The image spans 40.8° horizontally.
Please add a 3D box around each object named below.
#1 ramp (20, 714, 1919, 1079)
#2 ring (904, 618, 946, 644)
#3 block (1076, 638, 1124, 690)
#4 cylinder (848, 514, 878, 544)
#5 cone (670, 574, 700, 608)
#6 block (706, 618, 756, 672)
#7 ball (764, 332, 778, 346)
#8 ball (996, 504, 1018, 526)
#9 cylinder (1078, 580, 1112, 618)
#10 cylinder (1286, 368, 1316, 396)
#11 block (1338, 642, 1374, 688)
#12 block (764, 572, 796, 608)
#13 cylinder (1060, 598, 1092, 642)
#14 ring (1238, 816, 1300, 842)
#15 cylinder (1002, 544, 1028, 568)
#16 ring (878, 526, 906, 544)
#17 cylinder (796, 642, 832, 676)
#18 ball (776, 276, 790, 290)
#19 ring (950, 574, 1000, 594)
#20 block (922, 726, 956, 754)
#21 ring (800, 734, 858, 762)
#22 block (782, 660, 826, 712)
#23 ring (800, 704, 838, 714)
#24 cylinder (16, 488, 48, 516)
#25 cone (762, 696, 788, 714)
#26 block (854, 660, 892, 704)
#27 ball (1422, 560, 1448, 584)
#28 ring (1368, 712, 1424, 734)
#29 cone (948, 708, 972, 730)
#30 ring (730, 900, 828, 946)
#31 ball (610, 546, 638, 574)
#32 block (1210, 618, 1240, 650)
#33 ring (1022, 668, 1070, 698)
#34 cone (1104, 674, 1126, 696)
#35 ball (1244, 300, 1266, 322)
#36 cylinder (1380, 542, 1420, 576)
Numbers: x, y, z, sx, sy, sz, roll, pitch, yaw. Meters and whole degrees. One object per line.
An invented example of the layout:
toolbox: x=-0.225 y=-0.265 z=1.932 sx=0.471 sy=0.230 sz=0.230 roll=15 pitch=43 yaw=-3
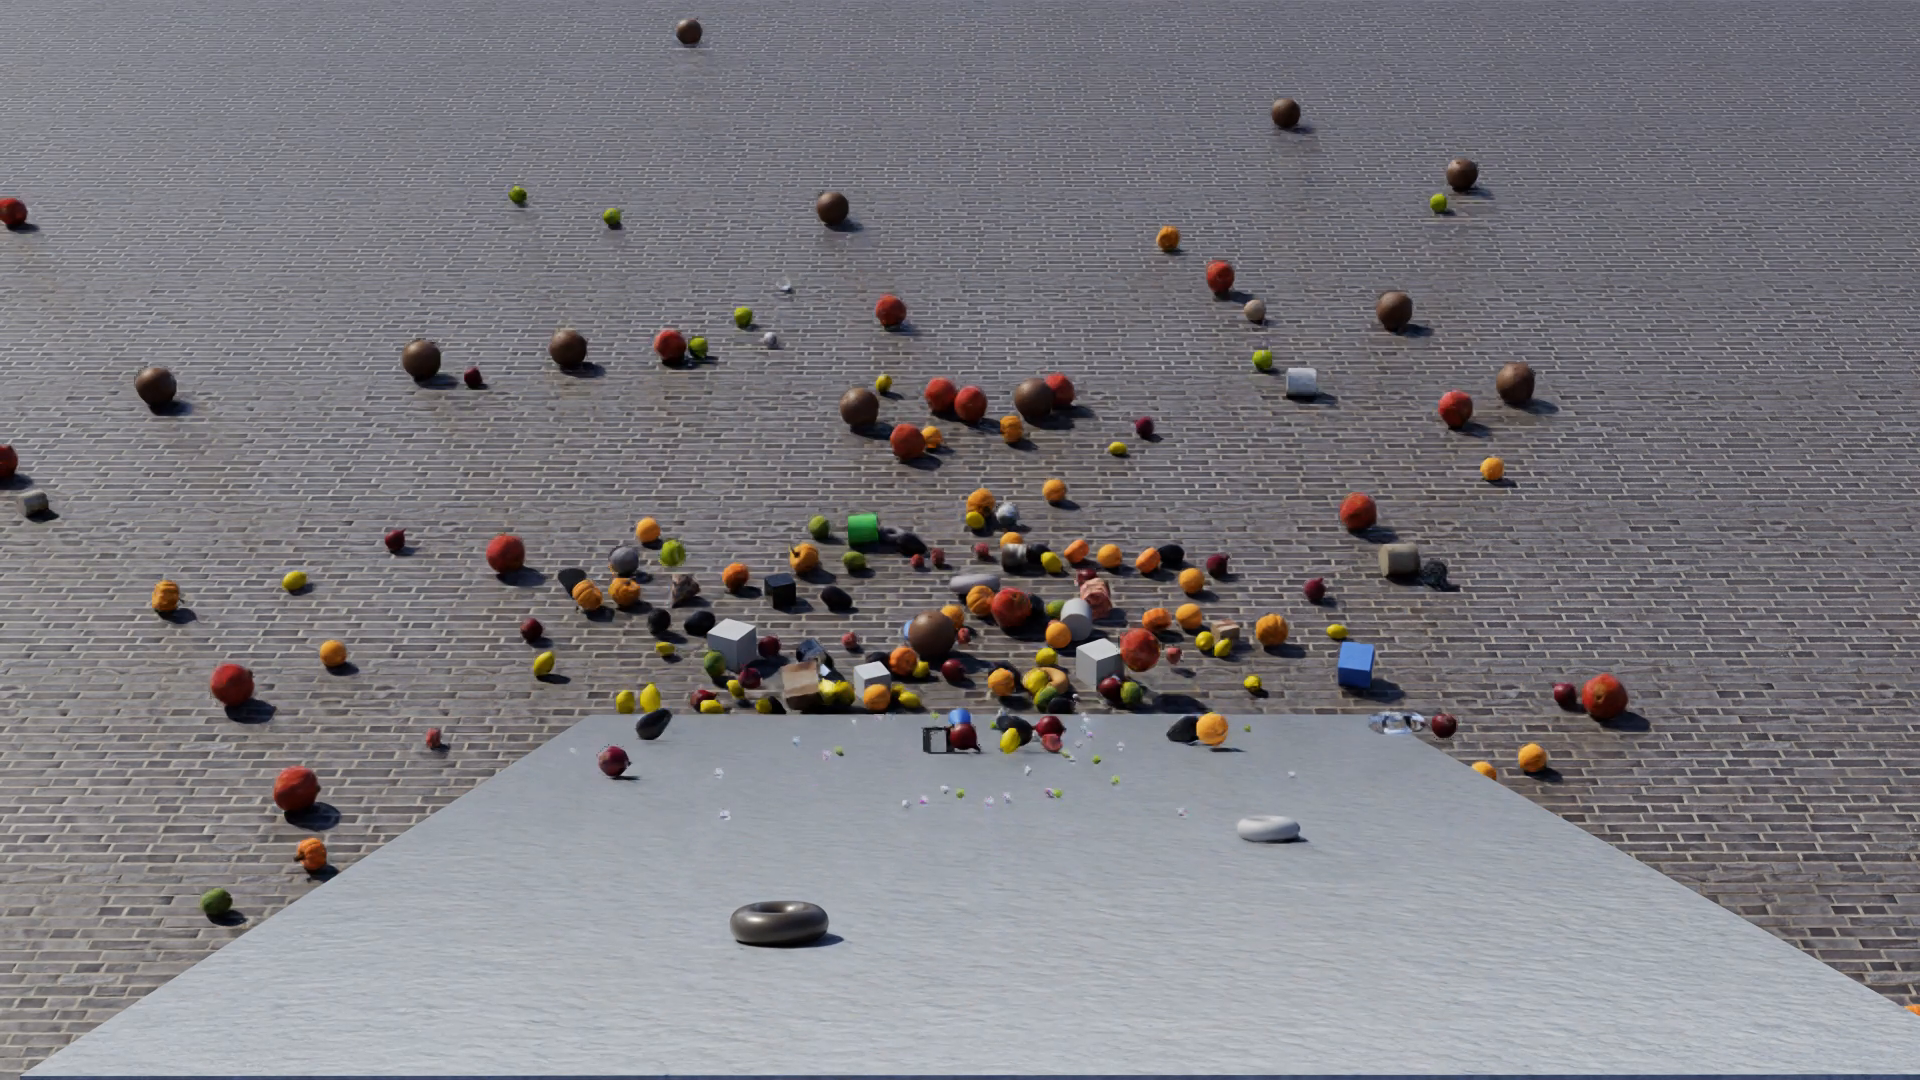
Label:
ramp: x=0.060 y=0.539 z=4.575 sx=2.000 sy=0.100 sz=4.000 roll=0 pitch=1 yaw=0
ring: x=-0.099 y=0.251 z=7.126 sx=0.116 sy=0.039 sz=0.116 roll=1 pitch=26 yaw=-1
block: x=0.375 y=0.332 z=6.902 sx=0.092 sy=0.092 sz=0.092 roll=-16 pitch=31 yaw=-30
cylinder: x=-0.288 y=-0.032 z=7.644 sx=0.086 sy=0.086 sz=0.086 roll=-1 pitch=26 yaw=-2
cone: x=-0.798 y=0.159 z=7.310 sx=0.092 sy=0.092 sz=0.092 roll=12 pitch=55 yaw=23
block: x=-0.618 y=0.284 z=6.995 sx=0.095 sy=0.095 sz=0.095 roll=14 pitch=30 yaw=26
ball: x=-0.665 y=-0.703 z=9.040 sx=0.051 sy=0.051 sz=0.051 roll=0 pitch=26 yaw=0
ball: x=0.143 y=-0.073 z=7.748 sx=0.067 sy=0.067 sz=0.067 roll=0 pitch=26 yaw=0
cylinder: x=0.380 y=0.166 z=7.246 sx=0.085 sy=0.085 sz=0.085 roll=-2 pitch=19 yaw=-4
cylinder: x=1.142 y=-0.529 z=8.637 sx=0.093 sy=0.093 sz=0.093 roll=4 pitch=26 yaw=3
block: x=1.055 y=0.333 z=6.878 sx=0.084 sy=0.084 sz=0.084 roll=7 pitch=54 yaw=13
block: x=-0.509 y=0.143 z=7.310 sx=0.069 sy=0.069 sz=0.069 roll=-11 pitch=28 yaw=-21
cylinder: x=0.322 y=0.221 z=7.133 sx=0.087 sy=0.087 sz=0.087 roll=2 pitch=26 yaw=4
ring: x=0.512 y=0.479 z=4.278 sx=0.103 sy=0.034 sz=0.103 roll=-1 pitch=2 yaw=0
cylinder: x=0.160 y=0.046 z=7.506 sx=0.070 sy=0.070 sz=0.070 roll=3 pitch=27 yaw=6
ring: x=-0.201 y=-0.015 z=7.675 sx=0.086 sy=0.029 sz=0.086 roll=3 pitch=25 yaw=-2
cylinder: x=-0.393 y=0.321 z=6.942 sx=0.077 sy=0.077 sz=0.077 roll=-13 pitch=20 yaw=-25
ball: x=-0.652 y=-0.949 z=9.537 sx=0.053 sy=0.053 sz=0.053 roll=0 pitch=26 yaw=0
ring: x=0.043 y=0.124 z=7.333 sx=0.146 sy=0.049 sz=0.146 roll=-1 pitch=3 yaw=0
block: x=-0.046 y=0.439 z=5.658 sx=0.052 sy=0.052 sz=0.052 roll=1 pitch=1 yaw=29
ring: x=-0.280 y=0.454 z=5.504 sx=0.127 sy=0.042 sz=0.127 roll=4 pitch=25 yaw=-2
block: x=-0.408 y=0.380 z=6.724 sx=0.091 sy=0.091 sz=0.091 roll=-10 pitch=63 yaw=2
ring: x=-0.365 y=0.465 z=6.698 sx=0.111 sy=0.037 sz=0.111 roll=-1 pitch=27 yaw=0
cylinder: x=-2.813 y=-0.113 z=7.827 sx=0.069 sy=0.069 sz=0.069 roll=-21 pitch=33 yaw=-37
cone: x=-0.498 y=0.455 z=6.723 sx=0.071 sy=0.071 sz=0.071 roll=-41 pitch=41 yaw=-16
block: x=-0.232 y=0.377 z=6.831 sx=0.075 sy=0.075 sz=0.075 roll=-12 pitch=29 yaw=-23
ball: x=1.365 y=0.094 z=7.409 sx=0.070 sy=0.070 sz=0.070 roll=0 pitch=26 yaw=0
ring: x=1.034 y=0.433 z=6.111 sx=0.134 sy=0.045 sz=0.134 roll=-1 pitch=0 yaw=0
cone: x=-0.001 y=0.442 z=6.181 sx=0.054 sy=0.054 sz=0.054 roll=1 pitch=28 yaw=2
ring: x=-0.234 y=0.496 z=3.339 sx=0.129 sy=0.043 sz=0.129 roll=-1 pitch=2 yaw=0
ball: x=-0.970 y=0.060 z=7.464 sx=0.081 sy=0.081 sz=0.081 roll=0 pitch=26 yaw=0
block: x=0.728 y=0.258 z=7.092 sx=0.057 sy=0.057 sz=0.057 roll=-11 pitch=28 yaw=-21
ring: x=0.229 y=0.379 z=6.865 sx=0.125 sy=0.042 sz=0.125 roll=1 pitch=25 yaw=-1
cone: x=0.403 y=0.395 z=6.850 sx=0.057 sy=0.057 sz=0.057 roll=-43 pitch=43 yaw=-18
ball: x=1.059 y=-0.824 z=9.257 sx=0.078 sy=0.078 sz=0.078 roll=0 pitch=26 yaw=0
cylinder: x=1.270 y=0.056 z=7.460 sx=0.092 sy=0.092 sz=0.092 roll=-4 pitch=27 yaw=-8
